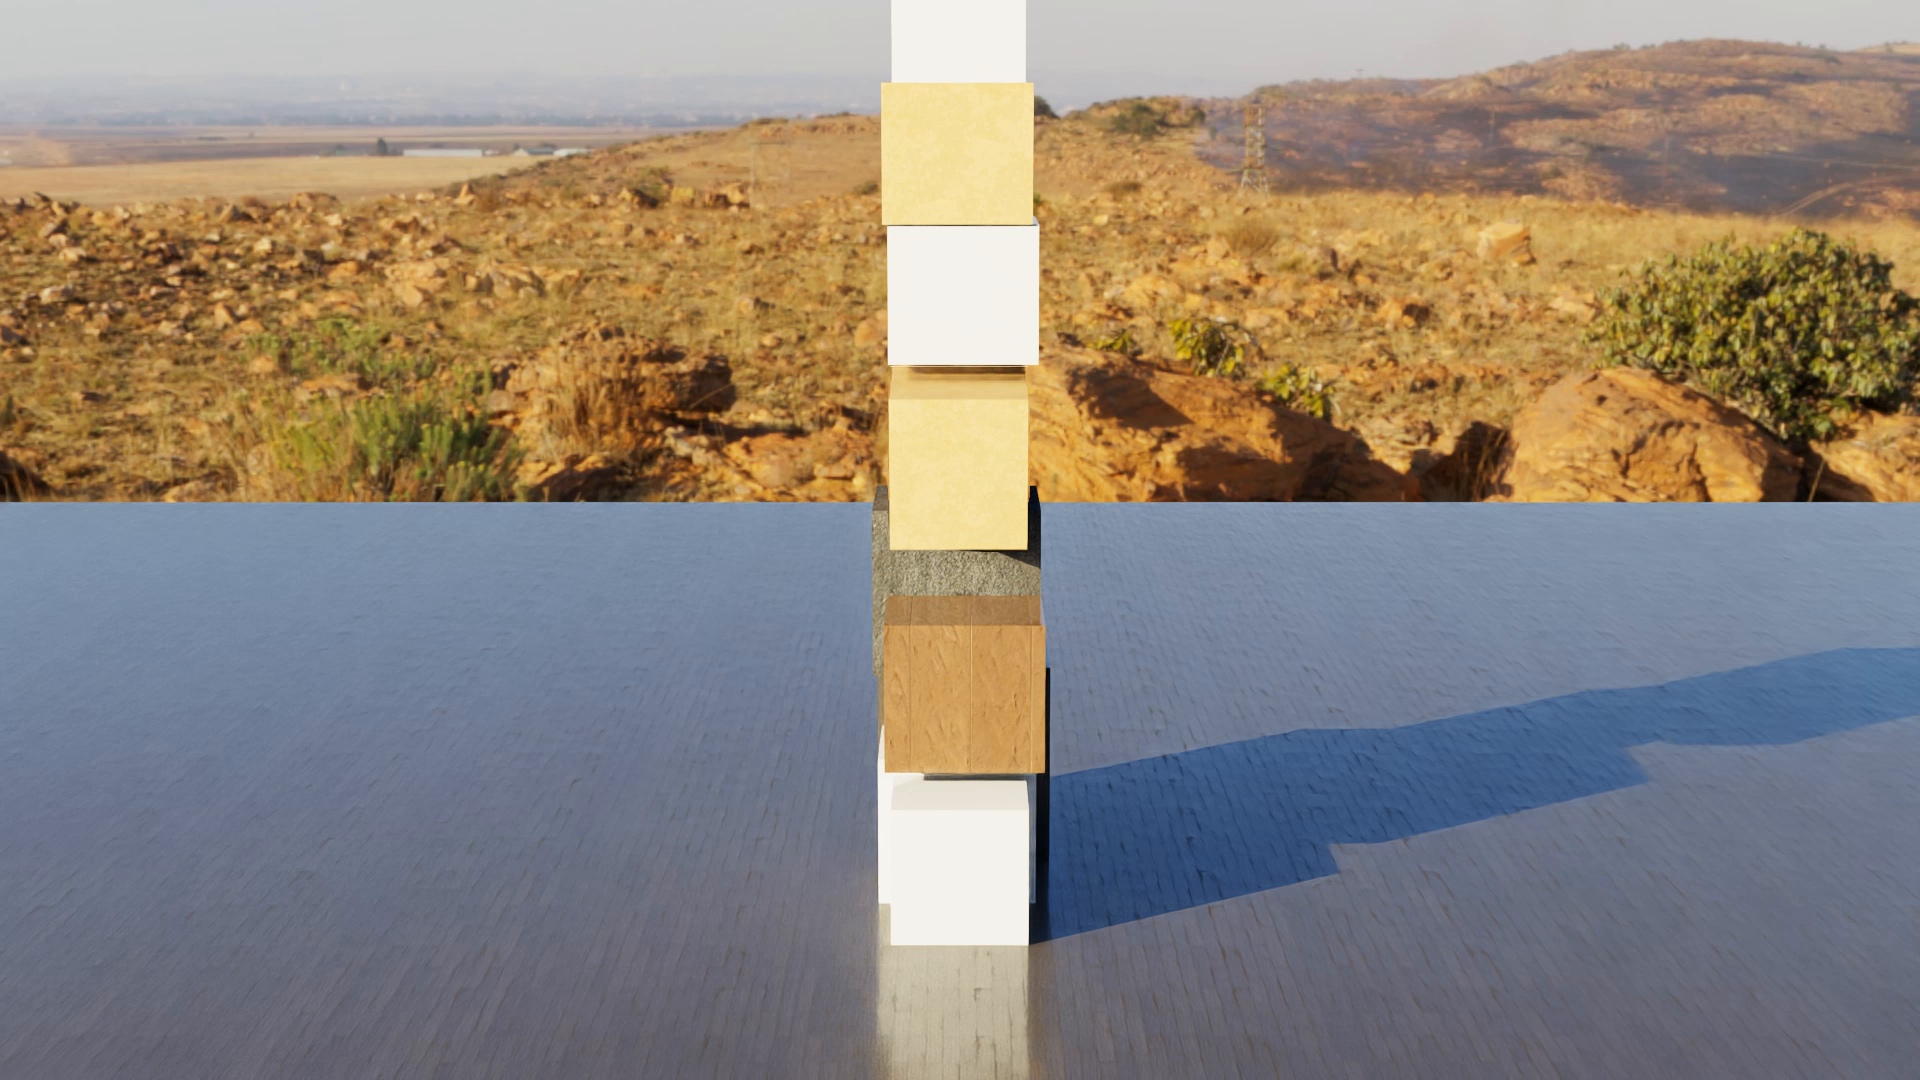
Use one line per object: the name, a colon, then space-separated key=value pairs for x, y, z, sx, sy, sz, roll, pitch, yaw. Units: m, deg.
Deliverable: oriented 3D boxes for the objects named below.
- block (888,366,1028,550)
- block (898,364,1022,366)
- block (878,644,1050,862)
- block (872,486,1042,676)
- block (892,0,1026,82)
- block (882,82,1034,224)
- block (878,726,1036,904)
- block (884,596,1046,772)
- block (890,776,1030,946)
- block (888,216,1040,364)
block: x=-0.006 y=-0.353 z=10.775 sx=0.565 sy=0.634 sz=0.601 roll=0 pitch=17 yaw=0
block: x=0.002 y=-0.515 z=11.397 sx=0.535 sy=0.667 sz=0.598 roll=0 pitch=10 yaw=0
block: x=0.018 y=0.933 z=11.922 sx=0.768 sy=0.899 sz=0.862 roll=0 pitch=10 yaw=0
block: x=-0.015 y=0.173 z=11.532 sx=0.734 sy=0.736 sz=0.701 roll=0 pitch=10 yaw=0
block: x=-0.006 y=-2.198 z=10.780 sx=0.550 sy=0.540 sz=0.560 roll=0 pitch=10 yaw=0
block: x=-0.011 y=-1.648 z=10.880 sx=0.624 sy=0.578 sz=0.657 roll=0 pitch=10 yaw=0
block: x=-0.012 y=1.193 z=11.227 sx=0.672 sy=0.635 sz=0.578 roll=0 pitch=10 yaw=0
block: x=0.019 y=0.606 z=10.929 sx=0.667 sy=0.627 sz=0.620 roll=0 pitch=10 yaw=0
block: x=-0.001 y=1.326 z=10.680 sx=0.561 sy=0.570 sz=0.527 roll=0 pitch=10 yaw=0
block: x=0.014 y=-1.076 z=10.984 sx=0.629 sy=0.585 sz=0.624 roll=0 pitch=10 yaw=0
